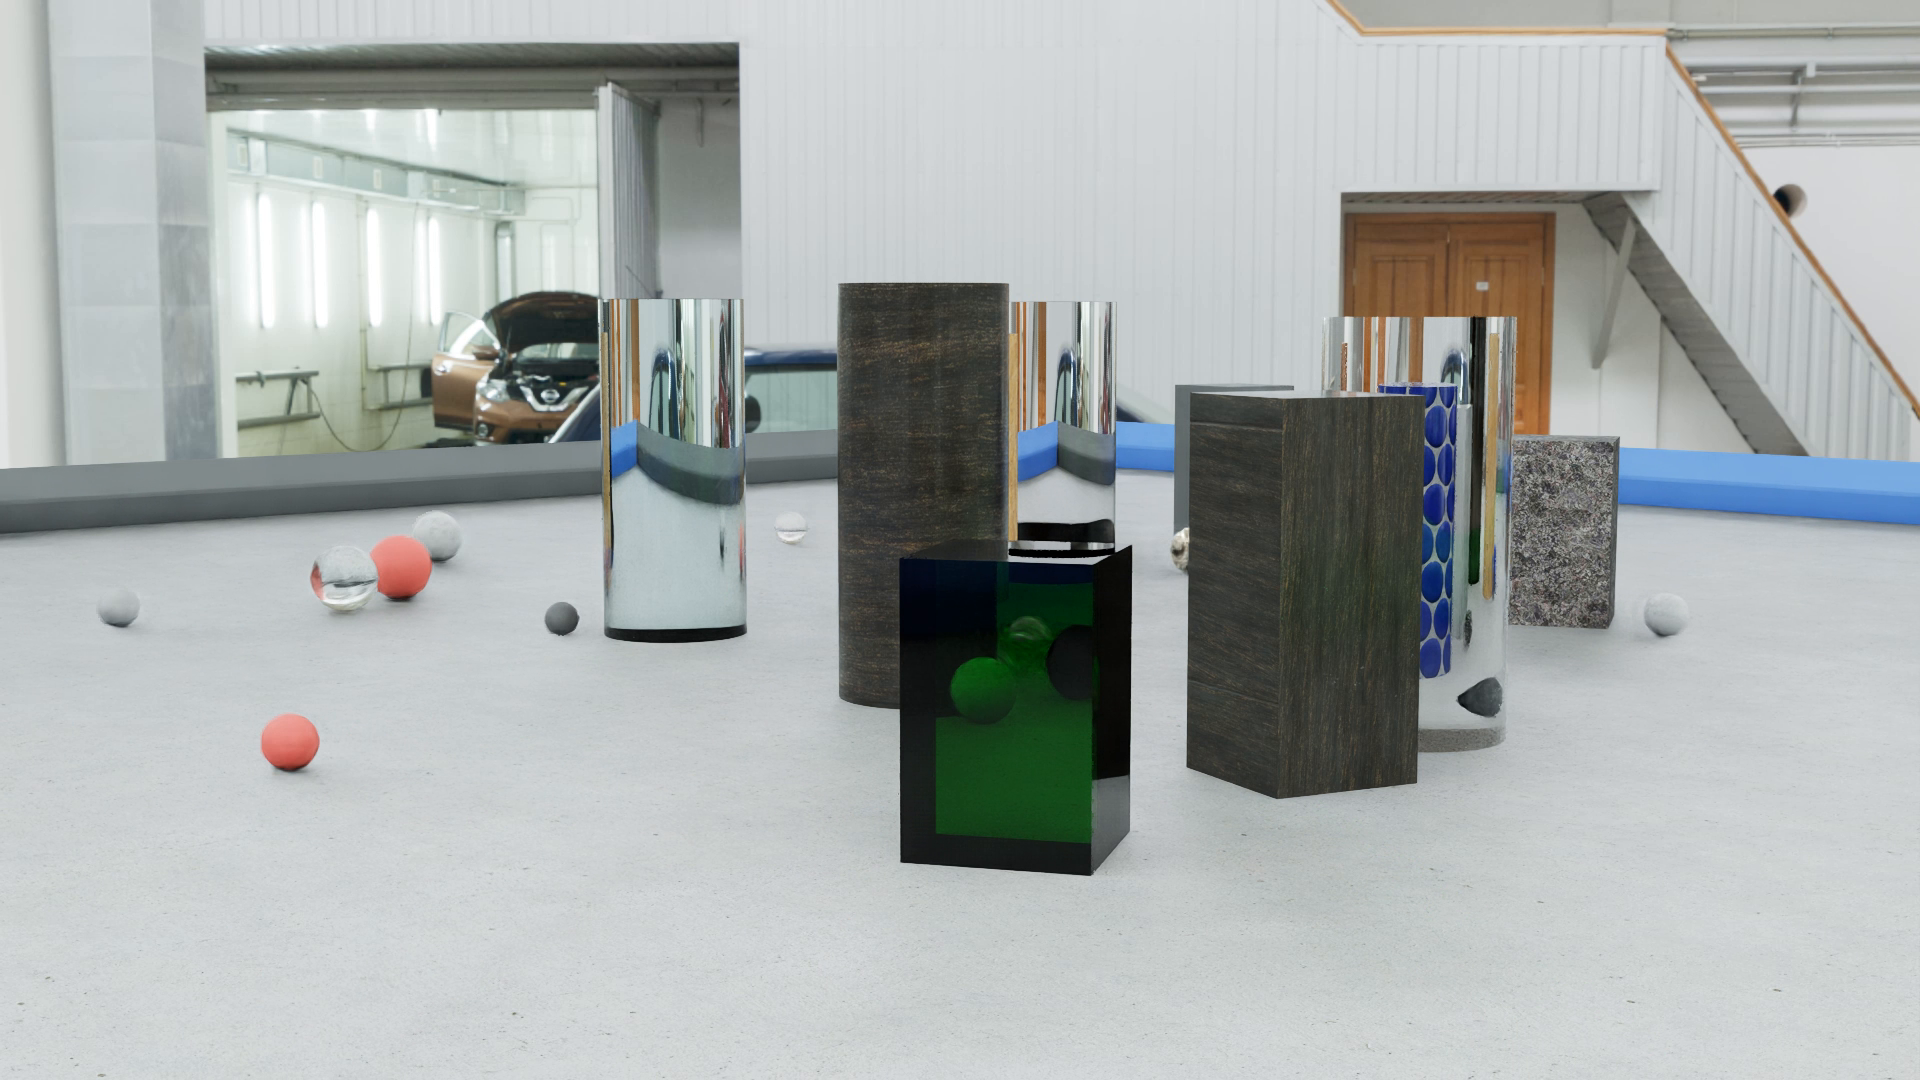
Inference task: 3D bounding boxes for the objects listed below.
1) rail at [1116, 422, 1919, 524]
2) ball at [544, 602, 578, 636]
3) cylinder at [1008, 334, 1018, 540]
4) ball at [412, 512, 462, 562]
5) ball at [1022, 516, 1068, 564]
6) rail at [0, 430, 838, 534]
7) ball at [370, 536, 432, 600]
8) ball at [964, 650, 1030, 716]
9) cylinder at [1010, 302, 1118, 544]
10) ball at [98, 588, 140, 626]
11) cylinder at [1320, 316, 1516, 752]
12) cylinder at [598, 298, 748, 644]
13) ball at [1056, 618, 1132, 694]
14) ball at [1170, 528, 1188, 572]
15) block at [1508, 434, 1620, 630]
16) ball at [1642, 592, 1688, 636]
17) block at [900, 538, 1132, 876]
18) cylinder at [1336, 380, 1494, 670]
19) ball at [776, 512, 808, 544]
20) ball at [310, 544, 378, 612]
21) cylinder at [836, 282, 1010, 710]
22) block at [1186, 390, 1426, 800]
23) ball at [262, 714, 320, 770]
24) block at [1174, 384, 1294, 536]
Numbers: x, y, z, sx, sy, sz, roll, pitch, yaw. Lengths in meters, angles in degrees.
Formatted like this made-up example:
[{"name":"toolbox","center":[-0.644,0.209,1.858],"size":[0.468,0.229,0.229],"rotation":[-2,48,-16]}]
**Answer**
[{"name":"rail","center":[1.687,-0.128,4.880],"size":[0.045,0.128,4.173],"rotation":[-5,8,-42]},{"name":"ball","center":[-0.547,0.108,3.022],"size":[0.047,0.047,0.047],"rotation":[0,6,0]},{"name":"cylinder","center":[-0.008,-0.118,3.443],"size":[0.197,0.408,0.197],"rotation":[0,6,0]},{"name":"ball","center":[-0.927,-0.005,3.903],"size":[0.088,0.088,0.088],"rotation":[0,6,0]},{"name":"ball","center":[0.150,0.001,3.869],"size":[0.083,0.083,0.083],"rotation":[0,6,0]},{"name":"rail","center":[-1.399,-0.124,4.840],"size":[4.639,0.128,0.045],"rotation":[-5,8,-42]},{"name":"ball","center":[-0.867,0.043,3.401],"size":[0.097,0.097,0.097],"rotation":[0,6,0]},{"name":"ball","center":[0.040,0.157,2.425],"size":[0.073,0.073,0.073],"rotation":[0,6,0]},{"name":"cylinder","center":[0.165,-0.171,3.709],"size":[0.197,0.459,0.197],"rotation":[0,6,0]},{"name":"ball","center":[-1.187,0.095,3.105],"size":[0.055,0.055,0.055],"rotation":[0,6,0]},{"name":"cylinder","center":[0.474,-0.013,2.296],"size":[0.197,0.438,0.197],"rotation":[0,6,0]},{"name":"cylinder","center":[-0.394,-0.100,3.025],"size":[0.197,0.460,0.197],"rotation":[0,6,0]},{"name":"ball","center":[0.156,0.135,2.562],"size":[0.088,0.088,0.088],"rotation":[0,6,0]},{"name":"ball","center":[0.397,0.017,3.735],"size":[0.079,0.079,0.079],"rotation":[0,6,0]},{"name":"block","center":[0.860,-0.016,3.167],"size":[0.158,0.262,0.158],"rotation":[2,6,20]},{"name":"ball","center":[0.966,0.102,3.013],"size":[0.059,0.059,0.059],"rotation":[0,6,0]},{"name":"block","center":[0.049,0.132,1.820],"size":[0.158,0.248,0.158],"rotation":[2,6,16]},{"name":"cylinder","center":[0.577,-0.024,2.808],"size":[0.197,0.353,0.197],"rotation":[0,6,0]},{"name":"ball","center":[-0.322,-0.022,4.197],"size":[0.061,0.061,0.061],"rotation":[0,6,0]},{"name":"ball","center":[-0.913,0.057,3.262],"size":[0.099,0.099,0.099],"rotation":[0,6,0]},{"name":"cylinder","center":[-0.042,-0.056,2.531],"size":[0.197,0.475,0.197],"rotation":[0,6,0]},{"name":"block","center":[0.326,0.044,2.094],"size":[0.158,0.366,0.158],"rotation":[-3,7,-26]},{"name":"ball","center":[-0.651,0.196,2.137],"size":[0.054,0.054,0.054],"rotation":[0,6,0]},{"name":"block","center":[0.516,-0.140,4.149],"size":[0.158,0.305,0.158],"rotation":[-4,7,-33]}]
